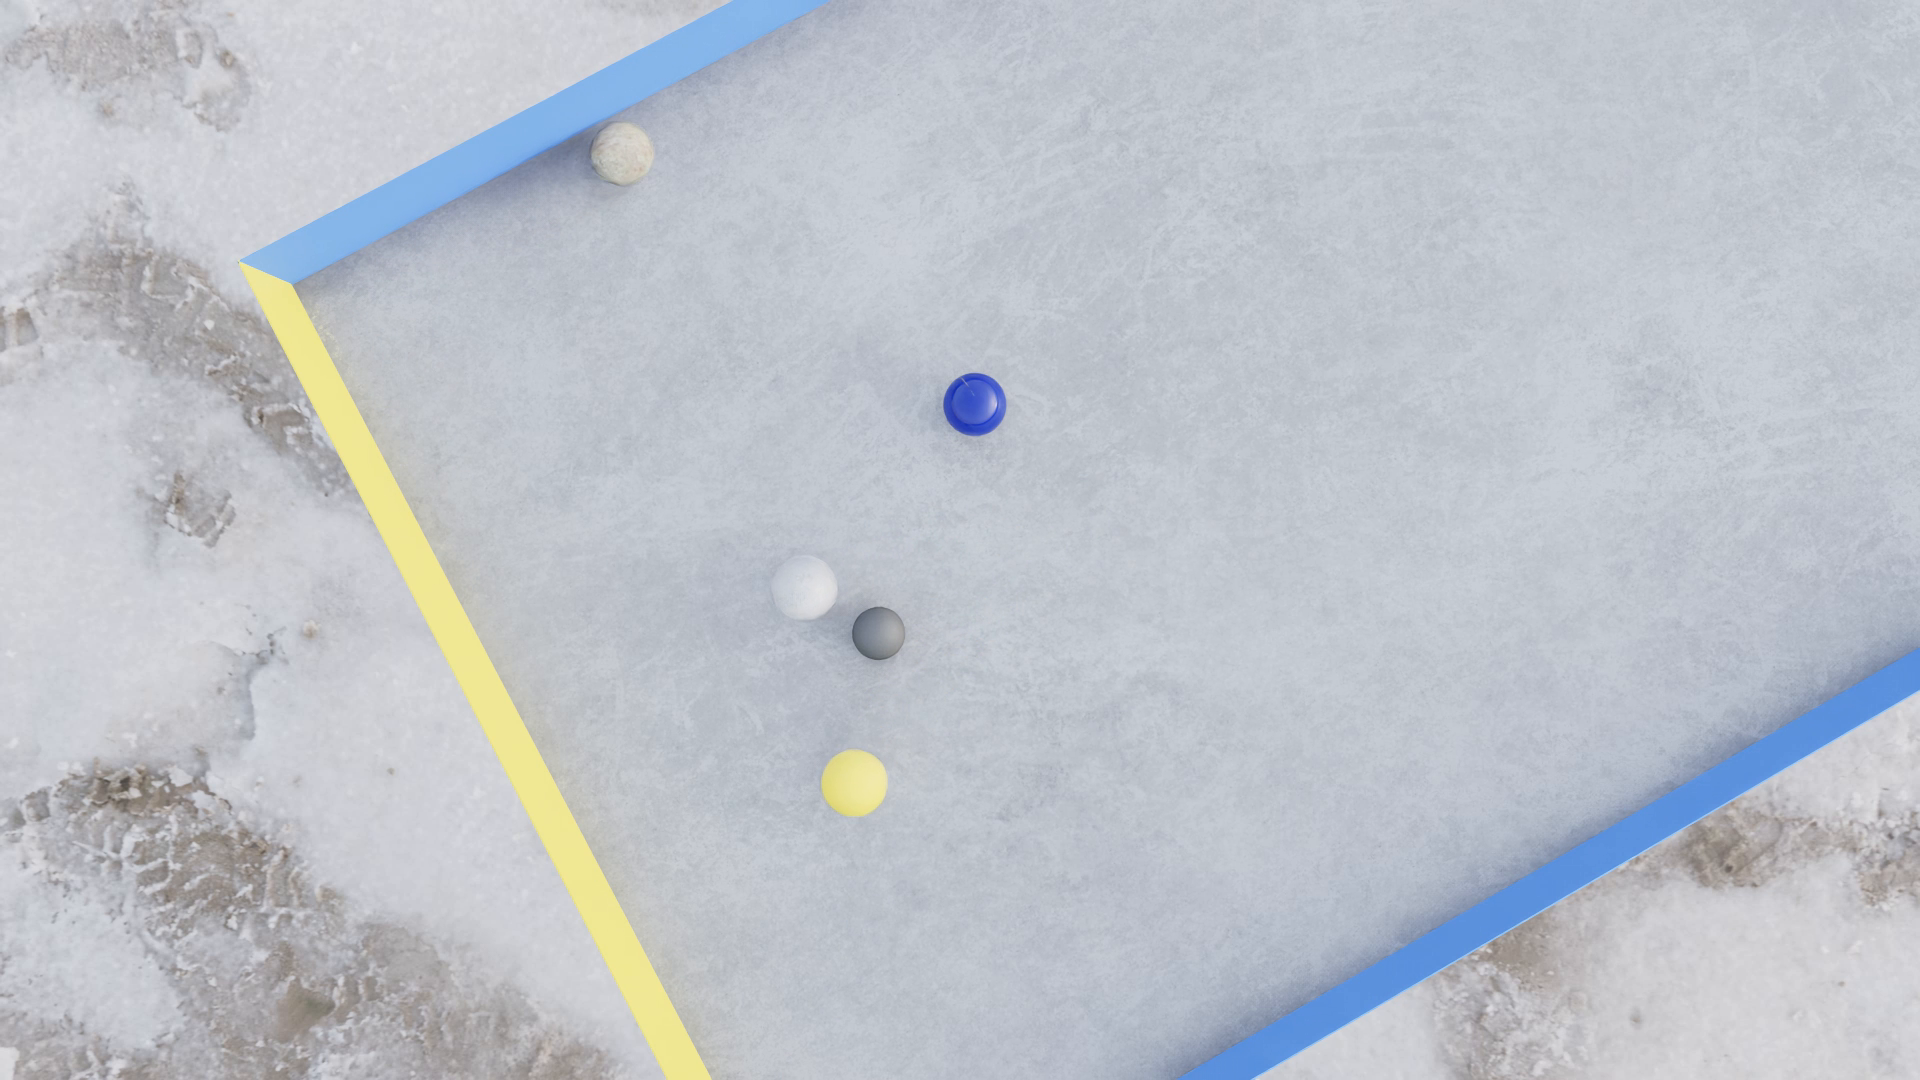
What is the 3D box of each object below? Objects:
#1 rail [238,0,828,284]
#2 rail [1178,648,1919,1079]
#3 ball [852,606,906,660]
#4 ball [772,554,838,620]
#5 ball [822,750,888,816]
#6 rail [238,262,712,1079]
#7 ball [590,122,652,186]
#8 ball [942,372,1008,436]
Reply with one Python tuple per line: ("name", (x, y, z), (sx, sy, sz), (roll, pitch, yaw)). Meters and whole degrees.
("rail", (0.224, -1.092, 3.428), (2.940, 0.127, 0.045), (-29, 82, -5))
("rail", (1.058, 0.376, 3.186), (2.940, 0.127, 0.045), (-29, 82, -5))
("ball", (-0.120, 0.138, 3.250), (0.079, 0.079, 0.079), (0, 81, 0))
("ball", (-0.229, 0.071, 3.252), (0.098, 0.098, 0.098), (0, 81, 0))
("ball", (-0.153, 0.354, 3.206), (0.097, 0.097, 0.097), (0, 81, 0))
("rail", (-0.620, 0.340, 3.192), (0.045, 0.127, 1.752), (-29, 82, -5))
("ball", (-0.518, -0.590, 3.362), (0.095, 0.095, 0.095), (0, 81, 0))
("ball", (0.022, -0.203, 3.298), (0.096, 0.096, 0.096), (0, 81, 0))
